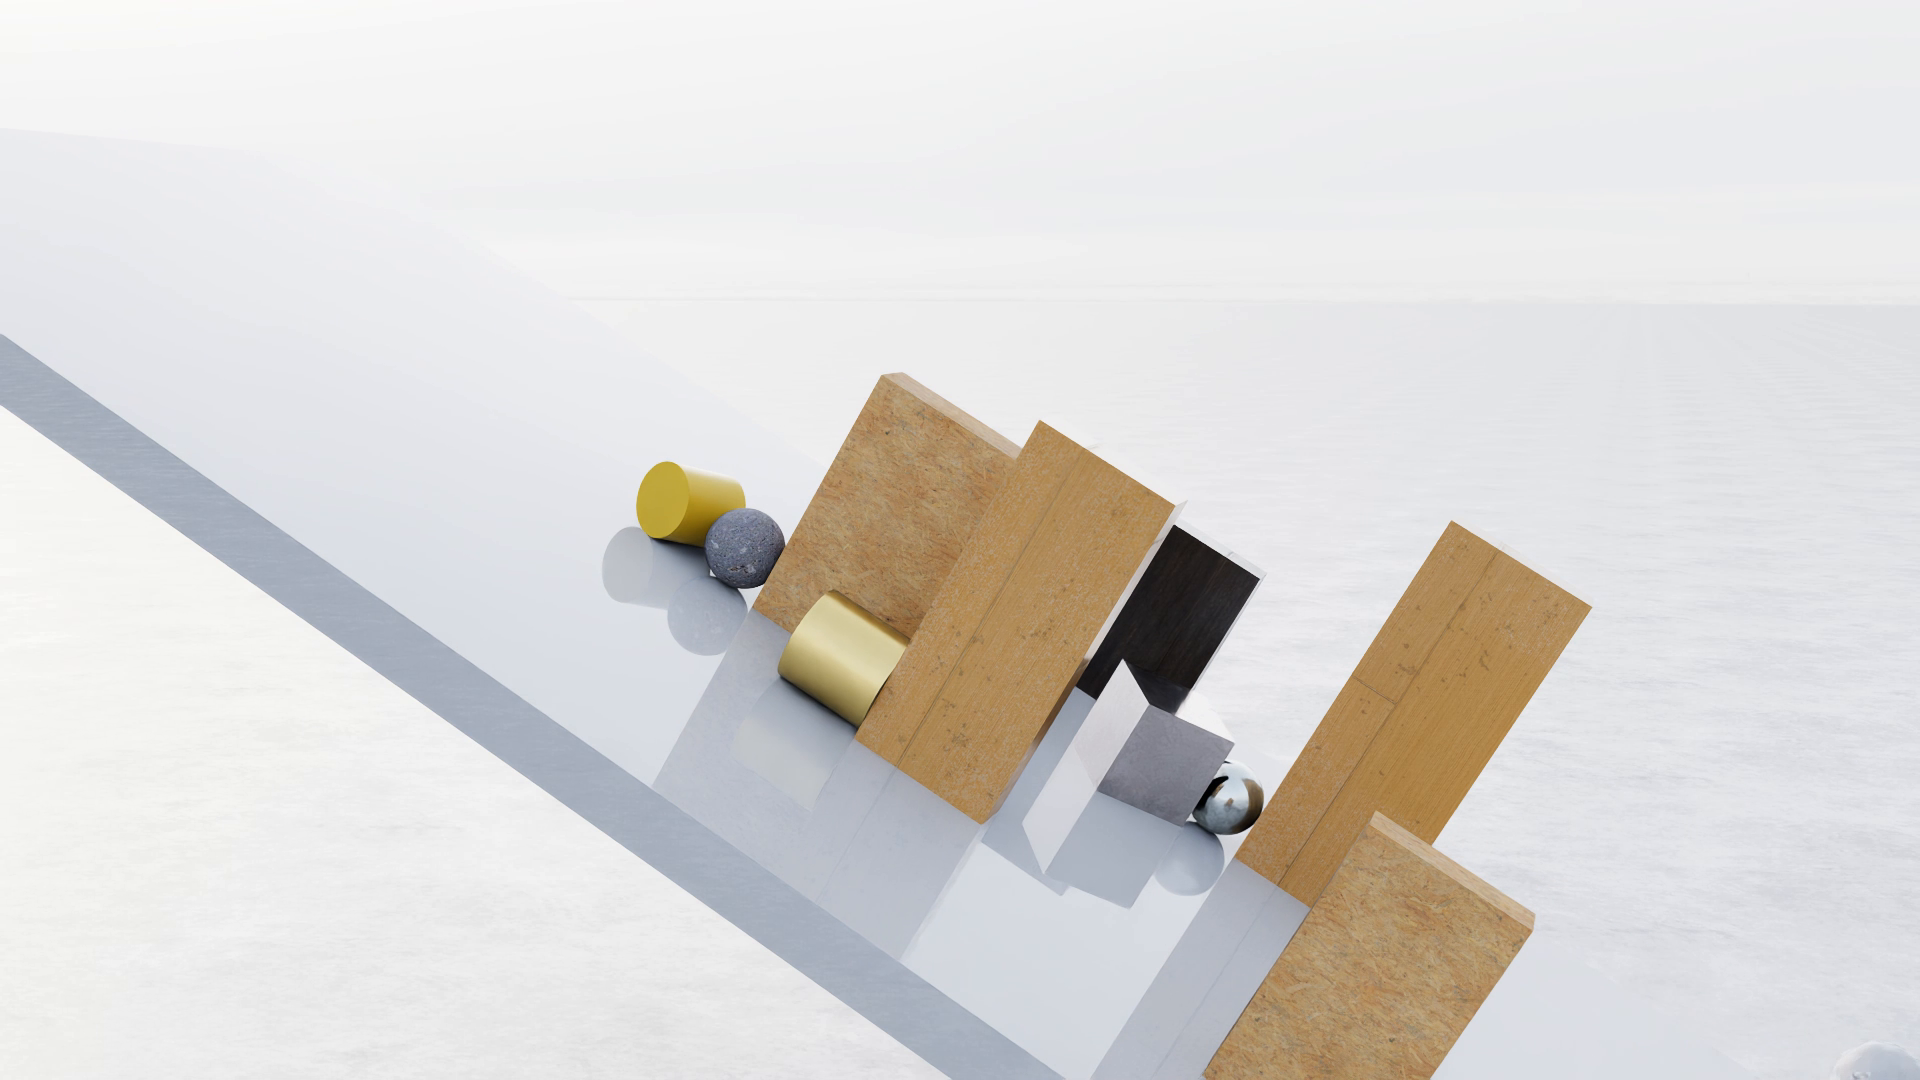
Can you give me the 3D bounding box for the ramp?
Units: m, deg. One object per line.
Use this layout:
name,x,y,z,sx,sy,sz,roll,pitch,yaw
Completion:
ramp,-0.174,0.286,4.122,4.000,0.100,2.000,33,15,11

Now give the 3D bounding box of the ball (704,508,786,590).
ball,-0.399,0.016,4.085,0.151,0.151,0.151,0,7,0

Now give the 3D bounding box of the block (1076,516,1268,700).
block,0.354,0.131,4.645,0.427,0.410,0.091,33,15,11

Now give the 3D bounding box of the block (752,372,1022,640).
block,-0.080,0.015,4.011,0.401,0.501,0.119,33,15,11

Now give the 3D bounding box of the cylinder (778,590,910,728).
cylinder,-0.191,0.207,3.798,0.178,0.178,0.178,33,15,11

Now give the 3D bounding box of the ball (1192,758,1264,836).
ball,0.515,0.498,4.257,0.148,0.148,0.148,0,7,0

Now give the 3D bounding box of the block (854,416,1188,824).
block,0.099,0.135,3.684,0.264,0.638,0.108,33,15,11

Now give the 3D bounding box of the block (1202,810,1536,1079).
block,0.595,0.667,3.218,0.269,0.464,0.087,33,15,11

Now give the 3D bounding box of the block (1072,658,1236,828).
block,0.370,0.390,4.235,0.199,0.199,0.199,25,15,-20

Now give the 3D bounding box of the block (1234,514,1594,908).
block,0.848,0.357,4.136,0.294,0.768,0.114,33,15,11

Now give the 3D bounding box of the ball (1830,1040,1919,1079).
ball,1.980,1.181,4.733,0.201,0.201,0.201,0,7,0

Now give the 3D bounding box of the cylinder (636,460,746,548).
cylinder,-0.508,-0.065,4.153,0.146,0.146,0.146,6,-6,40
